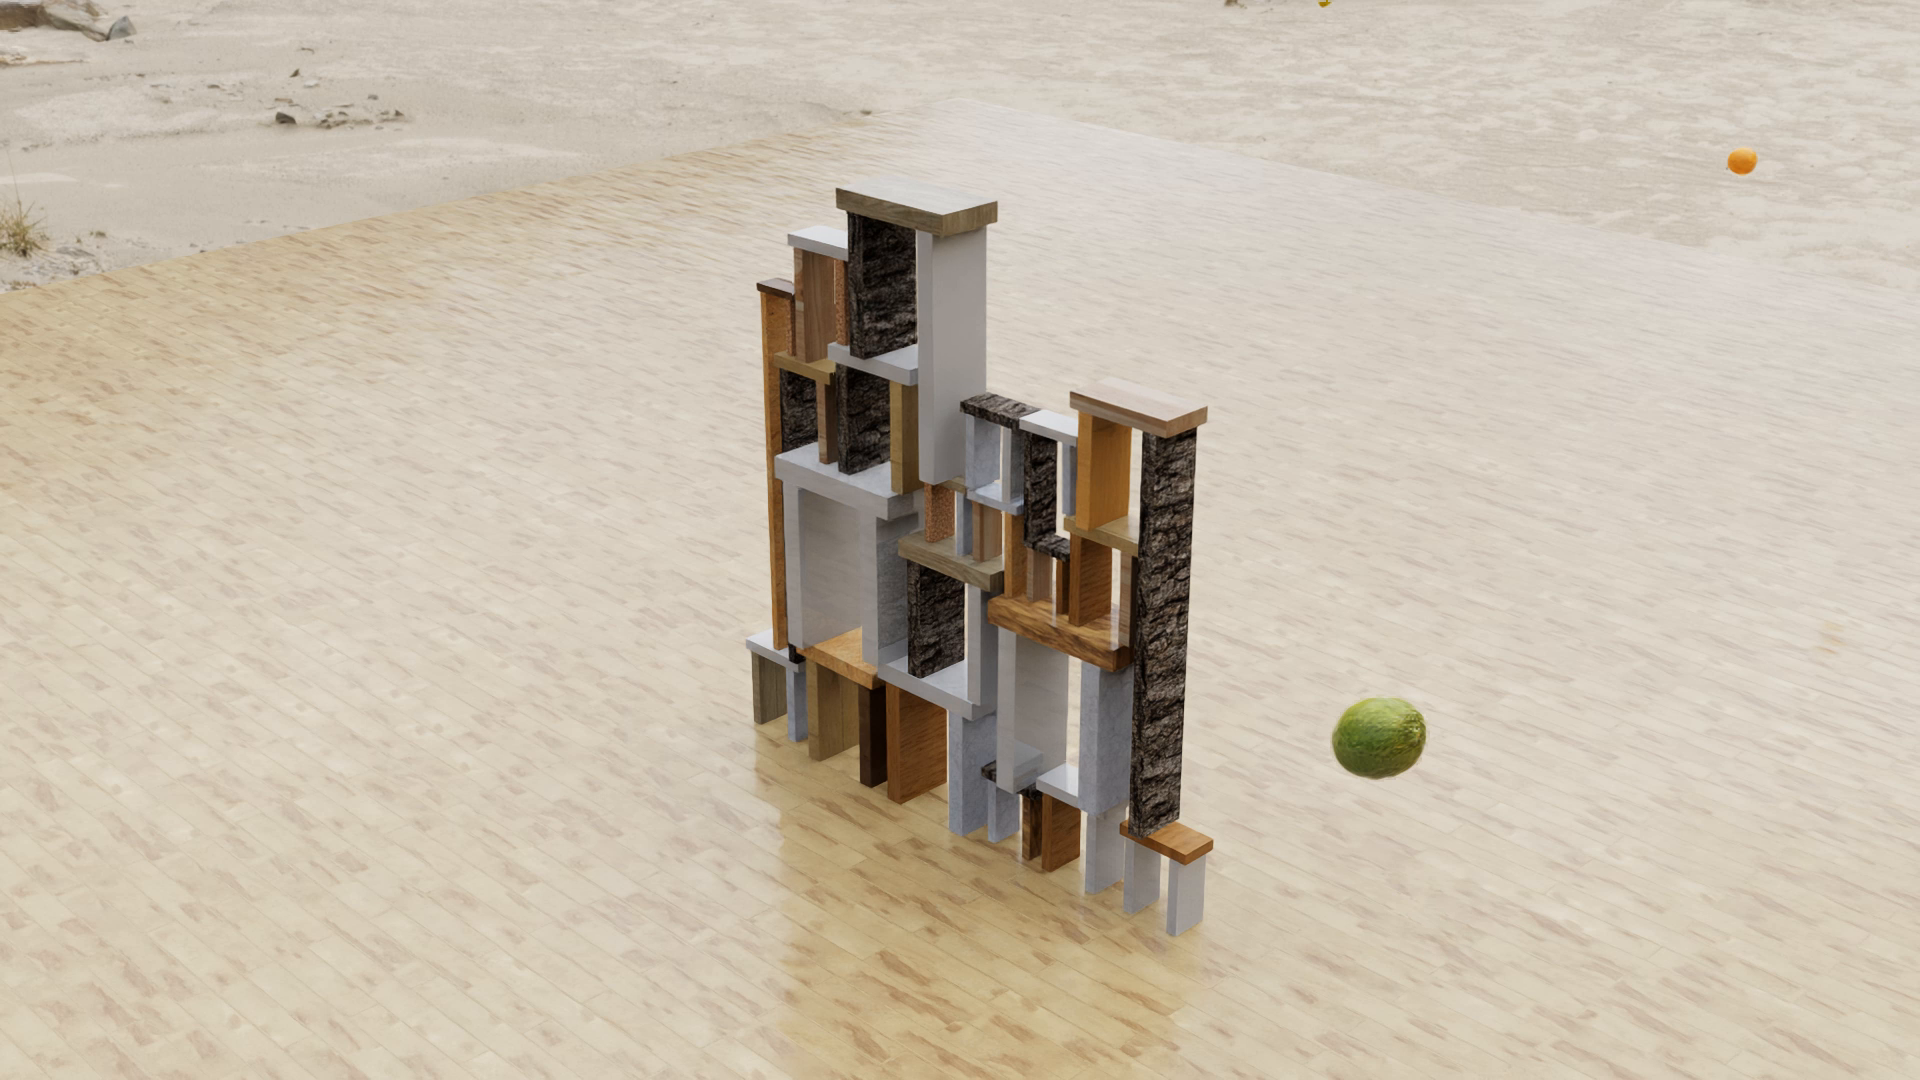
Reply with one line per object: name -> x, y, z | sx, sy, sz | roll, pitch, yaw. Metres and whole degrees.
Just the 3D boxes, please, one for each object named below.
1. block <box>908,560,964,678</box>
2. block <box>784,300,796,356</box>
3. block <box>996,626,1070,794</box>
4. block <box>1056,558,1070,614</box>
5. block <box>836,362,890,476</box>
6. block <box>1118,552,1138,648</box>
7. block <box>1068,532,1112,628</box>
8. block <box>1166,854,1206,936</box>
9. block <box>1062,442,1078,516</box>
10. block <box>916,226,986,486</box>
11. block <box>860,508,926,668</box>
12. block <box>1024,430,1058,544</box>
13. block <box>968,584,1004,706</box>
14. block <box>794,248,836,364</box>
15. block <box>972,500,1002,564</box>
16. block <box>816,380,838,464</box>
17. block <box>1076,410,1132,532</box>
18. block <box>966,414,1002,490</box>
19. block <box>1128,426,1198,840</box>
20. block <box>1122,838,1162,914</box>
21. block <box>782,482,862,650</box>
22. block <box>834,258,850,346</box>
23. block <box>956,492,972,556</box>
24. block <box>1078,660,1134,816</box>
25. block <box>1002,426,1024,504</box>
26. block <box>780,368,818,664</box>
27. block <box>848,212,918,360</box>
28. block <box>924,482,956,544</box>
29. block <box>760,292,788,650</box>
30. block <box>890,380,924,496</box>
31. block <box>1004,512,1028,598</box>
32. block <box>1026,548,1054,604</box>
block -> -0.047, 0.138, 4.335 | 0.035, 0.247, 0.124 | 21, 31, 41
block -> -0.320, -0.429, 4.386 | 0.057, 0.114, 0.016 | -20, 30, -40
block -> 0.140, 0.302, 4.204 | 0.044, 0.342, 0.154 | 21, 31, 40
block -> 0.201, 0.077, 4.044 | 0.015, 0.109, 0.054 | 20, 30, 40
block -> -0.190, -0.251, 4.323 | 0.032, 0.226, 0.113 | 21, 31, 40
block -> 0.323, 0.093, 3.919 | 0.025, 0.179, 0.090 | 21, 31, 40
block -> 0.238, 0.060, 3.995 | 0.025, 0.179, 0.090 | 20, 31, 40
block -> 0.416, 0.643, 4.043 | 0.022, 0.158, 0.079 | 21, 31, 41
block -> 0.213, -0.118, 3.946 | 0.019, 0.136, 0.068 | 19, 30, 41
block -> -0.014, -0.350, 4.084 | 0.040, 0.484, 0.141 | 21, 31, 40
block -> -0.121, 0.075, 4.381 | 0.046, 0.327, 0.163 | 21, 31, 41
block -> 0.147, -0.105, 4.018 | 0.068, 0.216, 0.019 | -21, 30, -40
block -> 0.070, 0.184, 4.227 | 0.035, 0.248, 0.124 | 21, 31, 41
block -> -0.286, -0.470, 4.330 | 0.024, 0.234, 0.085 | 20, 30, 38
block -> 0.053, -0.025, 4.151 | 0.018, 0.126, 0.063 | 21, 31, 41
block -> -0.243, -0.243, 4.375 | 0.086, 0.171, 0.024 | -22, 31, -40
block -> 0.254, -0.135, 3.882 | 0.031, 0.218, 0.109 | 22, 31, 40
block -> 0.044, -0.174, 4.104 | 0.021, 0.146, 0.073 | 23, 33, 40
block -> 0.358, 0.166, 3.900 | 0.109, 0.786, 0.031 | -21, 31, -41
block -> 0.341, 0.613, 4.112 | 0.022, 0.158, 0.079 | 21, 31, 41
block -> -0.281, 0.032, 4.525 | 0.163, 0.360, 0.046 | -21, 31, -39
block -> -0.200, -0.468, 4.244 | 0.024, 0.171, 0.085 | 21, 31, 39
block -> 0.022, -0.040, 4.183 | 0.018, 0.128, 0.064 | 21, 31, 40
block -> 0.288, 0.342, 4.066 | 0.044, 0.308, 0.154 | 21, 31, 40
block -> 0.110, -0.146, 4.037 | 0.021, 0.148, 0.073 | 22, 32, 39
block -> -0.323, -0.053, 4.547 | 0.024, 0.654, 0.085 | 21, 31, 40
block -> -0.146, -0.495, 4.167 | 0.040, 0.282, 0.141 | 21, 31, 40
block -> -0.038, -0.063, 4.238 | 0.018, 0.128, 0.064 | 21, 31, 41
block -> -0.374, -0.138, 4.569 | 0.016, 0.792, 0.057 | 21, 31, 41
block -> -0.082, -0.210, 4.227 | 0.032, 0.226, 0.113 | 21, 31, 40
block -> 0.111, 0.020, 4.101 | 0.018, 0.170, 0.063 | 20, 31, 39
block -> 0.149, 0.058, 4.090 | 0.015, 0.109, 0.054 | 21, 31, 40
